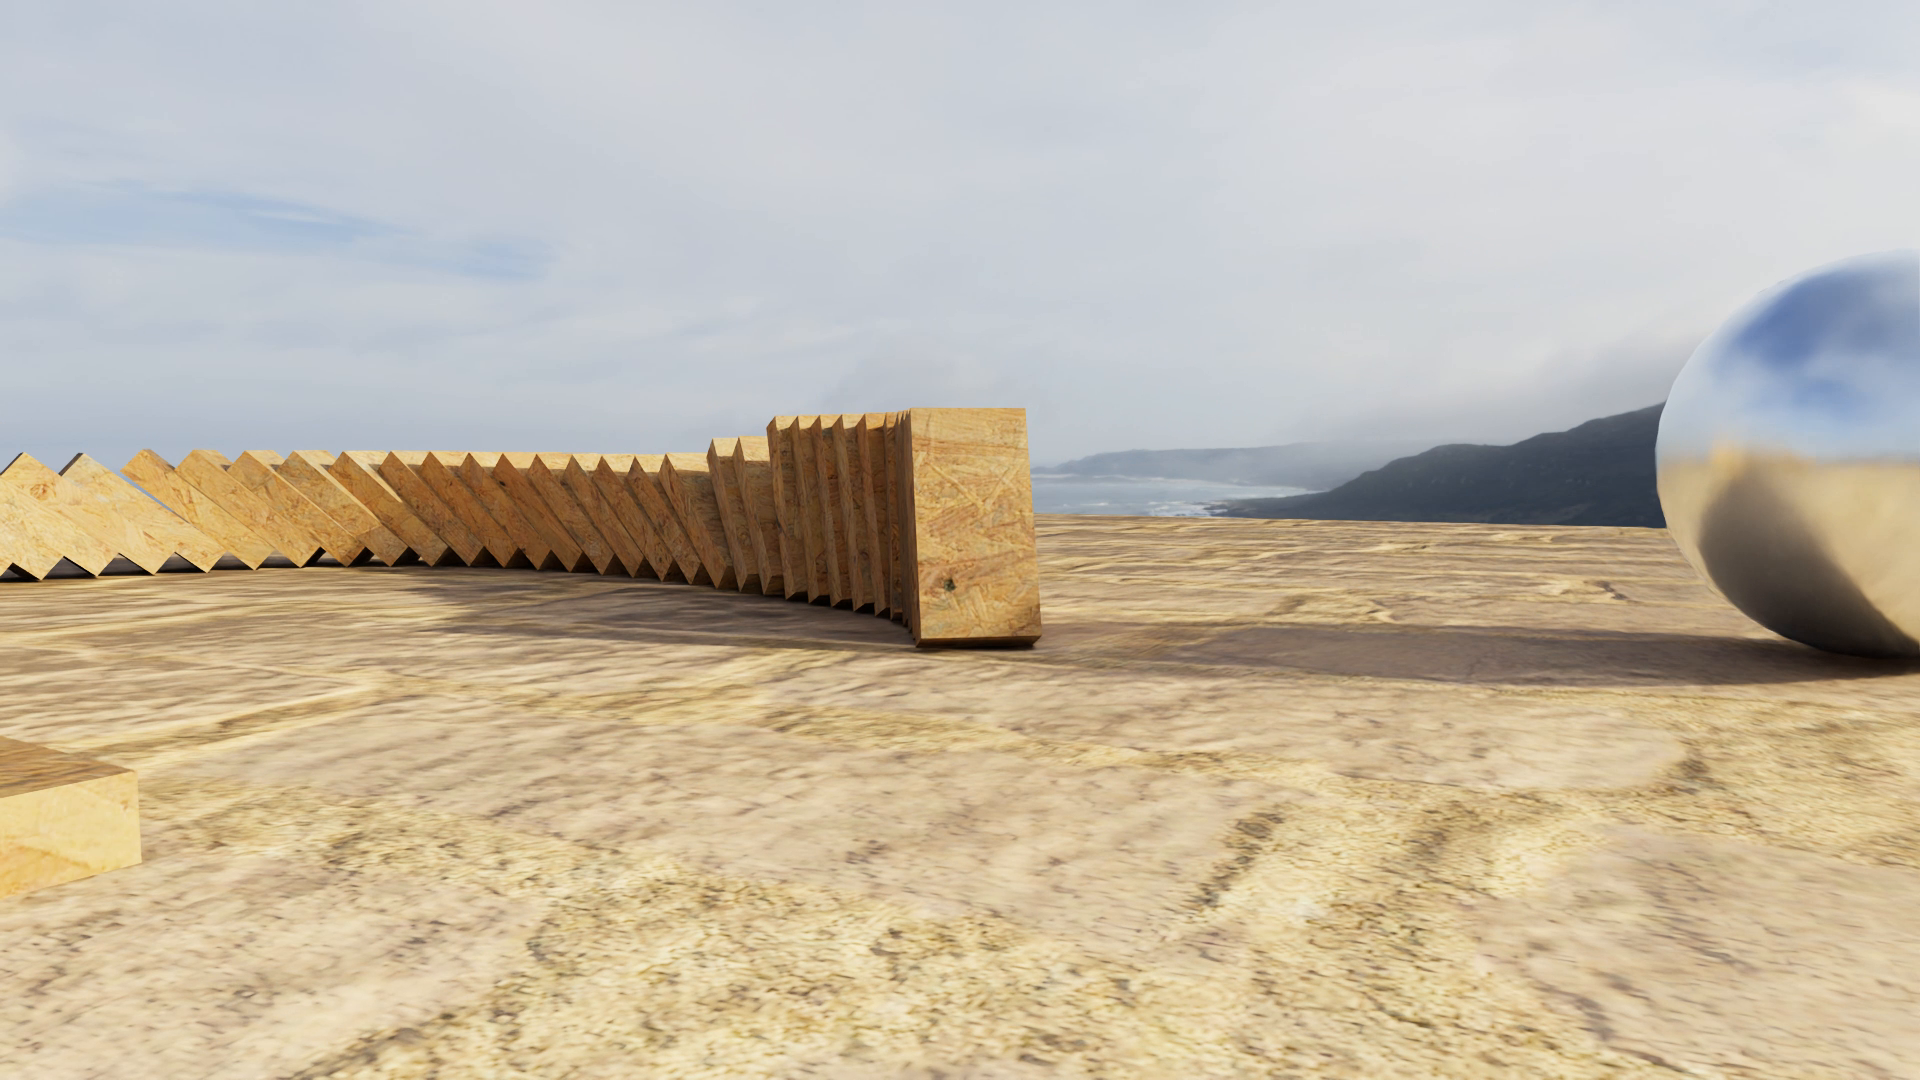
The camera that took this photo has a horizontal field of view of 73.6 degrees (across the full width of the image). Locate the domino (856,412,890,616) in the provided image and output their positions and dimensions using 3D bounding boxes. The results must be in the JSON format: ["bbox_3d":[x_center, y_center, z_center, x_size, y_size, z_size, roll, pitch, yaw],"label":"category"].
[{"bbox_3d":[-0.011,-0.007,0.323,0.025,0.050,0.010,-2,-15,-20],"label":"domino"}]

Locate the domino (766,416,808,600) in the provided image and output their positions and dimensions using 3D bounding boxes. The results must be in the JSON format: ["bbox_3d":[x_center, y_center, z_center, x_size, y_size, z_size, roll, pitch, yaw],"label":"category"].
[{"bbox_3d":[-0.038,-0.009,0.357,0.025,0.050,0.010,-2,-15,-25],"label":"domino"}]

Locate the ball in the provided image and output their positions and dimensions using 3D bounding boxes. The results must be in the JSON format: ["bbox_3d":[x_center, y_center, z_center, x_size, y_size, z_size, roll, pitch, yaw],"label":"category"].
[{"bbox_3d":[0.182,-0.016,0.253,0.080,0.080,0.080,0,4,0],"label":"ball"}]

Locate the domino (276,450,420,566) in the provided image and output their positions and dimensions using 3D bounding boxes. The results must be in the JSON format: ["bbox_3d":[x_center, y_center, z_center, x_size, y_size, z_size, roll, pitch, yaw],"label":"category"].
[{"bbox_3d":[-0.213,-0.012,0.454,0.050,0.009,0.025,41,2,-5],"label":"domino"}]

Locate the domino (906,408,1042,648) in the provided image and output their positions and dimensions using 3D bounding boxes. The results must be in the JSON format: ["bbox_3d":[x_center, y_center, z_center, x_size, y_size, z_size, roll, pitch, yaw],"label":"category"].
[{"bbox_3d":[0.002,-0.003,0.273,0.025,0.050,0.010,-1,-16,-9],"label":"domino"}]

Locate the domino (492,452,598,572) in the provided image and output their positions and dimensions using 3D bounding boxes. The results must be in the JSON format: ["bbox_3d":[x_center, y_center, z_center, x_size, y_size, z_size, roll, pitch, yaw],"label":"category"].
[{"bbox_3d":[-0.136,-0.010,0.440,0.050,0.010,0.025,46,25,21],"label":"domino"}]

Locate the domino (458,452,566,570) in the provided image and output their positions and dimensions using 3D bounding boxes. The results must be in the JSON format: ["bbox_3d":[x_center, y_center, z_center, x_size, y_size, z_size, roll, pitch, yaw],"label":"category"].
[{"bbox_3d":[-0.150,-0.011,0.447,0.050,0.009,0.025,45,22,19],"label":"domino"}]

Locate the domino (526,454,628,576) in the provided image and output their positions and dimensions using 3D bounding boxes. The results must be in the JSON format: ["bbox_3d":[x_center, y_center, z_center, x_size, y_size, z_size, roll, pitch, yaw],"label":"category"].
[{"bbox_3d":[-0.122,-0.010,0.433,0.050,0.010,0.025,47,28,23],"label":"domino"}]

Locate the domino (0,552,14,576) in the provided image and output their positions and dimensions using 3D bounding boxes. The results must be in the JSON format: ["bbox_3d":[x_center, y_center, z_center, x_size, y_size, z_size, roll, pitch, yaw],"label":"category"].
[{"bbox_3d":[-0.307,-0.006,0.373,0.025,0.010,0.050,2,-37,26],"label":"domino"}]

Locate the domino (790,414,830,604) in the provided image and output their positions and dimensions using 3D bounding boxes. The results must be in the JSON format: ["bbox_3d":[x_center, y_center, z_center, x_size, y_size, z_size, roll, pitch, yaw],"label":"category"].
[{"bbox_3d":[-0.031,-0.009,0.349,0.025,0.050,0.010,-2,-15,-24],"label":"domino"}]

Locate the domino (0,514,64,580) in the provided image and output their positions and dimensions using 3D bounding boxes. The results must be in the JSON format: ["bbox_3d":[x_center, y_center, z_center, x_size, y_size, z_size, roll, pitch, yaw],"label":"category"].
[{"bbox_3d":[-0.303,-0.007,0.390,0.025,0.010,0.050,2,-37,42],"label":"domino"}]

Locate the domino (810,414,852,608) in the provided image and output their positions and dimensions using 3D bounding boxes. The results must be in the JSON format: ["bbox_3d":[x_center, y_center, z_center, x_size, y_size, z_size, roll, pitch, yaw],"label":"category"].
[{"bbox_3d":[-0.024,-0.008,0.341,0.025,0.050,0.009,-2,-15,-24],"label":"domino"}]

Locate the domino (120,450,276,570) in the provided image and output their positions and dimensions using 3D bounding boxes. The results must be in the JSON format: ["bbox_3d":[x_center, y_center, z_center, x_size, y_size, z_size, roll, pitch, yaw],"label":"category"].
[{"bbox_3d":[-0.257,-0.010,0.435,0.050,0.010,0.025,45,-16,-23],"label":"domino"}]

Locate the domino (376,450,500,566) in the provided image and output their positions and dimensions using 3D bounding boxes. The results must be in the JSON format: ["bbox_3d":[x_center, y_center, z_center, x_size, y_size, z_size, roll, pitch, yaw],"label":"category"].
[{"bbox_3d":[-0.180,-0.012,0.457,0.050,0.009,0.025,43,14,11],"label":"domino"}]

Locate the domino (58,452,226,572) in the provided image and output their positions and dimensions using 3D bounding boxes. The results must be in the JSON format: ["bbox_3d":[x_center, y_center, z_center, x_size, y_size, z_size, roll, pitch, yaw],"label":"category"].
[{"bbox_3d":[-0.269,-0.009,0.423,0.025,0.010,0.050,6,-33,52],"label":"domino"}]

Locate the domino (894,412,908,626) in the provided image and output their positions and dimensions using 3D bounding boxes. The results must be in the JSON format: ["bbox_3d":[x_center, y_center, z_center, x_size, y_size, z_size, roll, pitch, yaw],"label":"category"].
[{"bbox_3d":[-0.002,-0.005,0.303,0.025,0.050,0.009,-1,-16,-9],"label":"domino"}]

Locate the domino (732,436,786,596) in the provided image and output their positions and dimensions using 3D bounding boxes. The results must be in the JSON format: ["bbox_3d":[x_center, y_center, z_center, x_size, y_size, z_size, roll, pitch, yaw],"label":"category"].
[{"bbox_3d":[-0.048,-0.008,0.372,0.025,0.050,0.009,-1,-36,-26],"label":"domino"}]

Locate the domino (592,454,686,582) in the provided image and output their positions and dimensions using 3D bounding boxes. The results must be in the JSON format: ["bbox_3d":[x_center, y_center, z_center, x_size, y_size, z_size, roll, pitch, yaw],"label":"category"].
[{"bbox_3d":[-0.095,-0.008,0.415,0.025,0.010,0.050,-5,46,-47],"label":"domino"}]

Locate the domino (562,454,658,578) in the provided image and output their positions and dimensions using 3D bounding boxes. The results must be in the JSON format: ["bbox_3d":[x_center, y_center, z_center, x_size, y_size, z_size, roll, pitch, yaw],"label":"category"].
[{"bbox_3d":[-0.108,-0.009,0.424,0.025,0.009,0.050,-5,46,-49],"label":"domino"}]

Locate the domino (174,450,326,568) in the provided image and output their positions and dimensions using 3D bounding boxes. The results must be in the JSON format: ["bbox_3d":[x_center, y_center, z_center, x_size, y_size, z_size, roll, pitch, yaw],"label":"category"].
[{"bbox_3d":[-0.244,-0.011,0.445,0.050,0.009,0.025,42,-8,-14],"label":"domino"}]

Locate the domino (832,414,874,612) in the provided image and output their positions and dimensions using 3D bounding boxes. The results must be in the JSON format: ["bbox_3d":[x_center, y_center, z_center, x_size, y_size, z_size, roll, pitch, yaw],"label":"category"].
[{"bbox_3d":[-0.017,-0.008,0.332,0.025,0.050,0.009,-2,-15,-24],"label":"domino"}]

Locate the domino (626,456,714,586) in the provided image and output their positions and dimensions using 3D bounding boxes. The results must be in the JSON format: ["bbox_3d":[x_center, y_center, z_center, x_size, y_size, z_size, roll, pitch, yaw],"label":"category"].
[{"bbox_3d":[-0.083,-0.007,0.405,0.025,0.010,0.050,-4,45,-42],"label":"domino"}]

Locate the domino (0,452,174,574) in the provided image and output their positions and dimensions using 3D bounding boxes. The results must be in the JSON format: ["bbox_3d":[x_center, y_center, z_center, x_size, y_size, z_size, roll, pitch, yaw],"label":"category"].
[{"bbox_3d":[-0.281,-0.008,0.413,0.025,0.010,0.050,4,-34,51],"label":"domino"}]

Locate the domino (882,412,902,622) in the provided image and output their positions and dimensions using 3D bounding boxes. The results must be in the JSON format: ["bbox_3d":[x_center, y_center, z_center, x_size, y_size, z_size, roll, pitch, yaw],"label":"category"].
[{"bbox_3d":[-0.005,-0.006,0.312,0.025,0.050,0.009,-1,-16,-9],"label":"domino"}]

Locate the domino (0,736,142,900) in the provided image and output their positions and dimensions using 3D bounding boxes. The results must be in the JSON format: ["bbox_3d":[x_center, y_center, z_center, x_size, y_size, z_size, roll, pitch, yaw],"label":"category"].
[{"bbox_3d":[-0.111,0.028,0.133,0.050,0.010,0.025,3,5,31],"label":"domino"}]

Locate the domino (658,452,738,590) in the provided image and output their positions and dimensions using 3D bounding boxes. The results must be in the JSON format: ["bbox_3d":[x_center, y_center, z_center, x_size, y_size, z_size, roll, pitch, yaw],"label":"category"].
[{"bbox_3d":[-0.071,-0.007,0.394,0.025,0.010,0.050,-3,46,-39],"label":"domino"}]

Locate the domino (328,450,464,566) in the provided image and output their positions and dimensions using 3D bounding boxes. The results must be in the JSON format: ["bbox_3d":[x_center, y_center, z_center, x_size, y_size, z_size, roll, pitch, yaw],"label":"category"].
[{"bbox_3d":[-0.197,-0.012,0.457,0.050,0.009,0.025,42,8,3],"label":"domino"}]

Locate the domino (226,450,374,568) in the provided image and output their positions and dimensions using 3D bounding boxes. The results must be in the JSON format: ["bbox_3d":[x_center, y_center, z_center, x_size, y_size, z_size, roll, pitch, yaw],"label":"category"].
[{"bbox_3d":[-0.228,-0.011,0.450,0.050,0.009,0.025,41,-3,-9],"label":"domino"}]

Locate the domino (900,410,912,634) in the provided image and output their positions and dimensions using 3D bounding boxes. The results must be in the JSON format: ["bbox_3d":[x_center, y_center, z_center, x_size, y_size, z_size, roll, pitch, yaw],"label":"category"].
[{"bbox_3d":[0.000,-0.005,0.293,0.025,0.050,0.010,-1,-16,-9],"label":"domino"}]

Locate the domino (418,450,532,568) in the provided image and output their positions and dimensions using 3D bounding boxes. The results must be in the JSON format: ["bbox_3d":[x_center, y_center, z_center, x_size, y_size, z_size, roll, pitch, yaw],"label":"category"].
[{"bbox_3d":[-0.165,-0.011,0.453,0.050,0.010,0.025,44,17,15],"label":"domino"}]

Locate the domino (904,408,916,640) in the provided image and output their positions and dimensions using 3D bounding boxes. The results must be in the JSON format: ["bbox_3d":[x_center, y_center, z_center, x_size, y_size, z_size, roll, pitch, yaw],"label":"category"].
[{"bbox_3d":[0.001,-0.004,0.283,0.025,0.050,0.010,-1,-16,-9],"label":"domino"}]

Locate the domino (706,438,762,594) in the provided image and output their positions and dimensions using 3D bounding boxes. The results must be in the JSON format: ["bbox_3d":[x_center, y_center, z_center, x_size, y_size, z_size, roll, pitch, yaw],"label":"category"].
[{"bbox_3d":[-0.057,-0.008,0.381,0.025,0.050,0.010,-2,-35,-27],"label":"domino"}]

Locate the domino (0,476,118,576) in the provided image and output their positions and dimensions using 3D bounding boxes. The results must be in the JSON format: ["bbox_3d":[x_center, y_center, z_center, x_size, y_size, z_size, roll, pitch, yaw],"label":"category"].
[{"bbox_3d":[-0.293,-0.008,0.403,0.025,0.010,0.050,2,-36,50],"label":"domino"}]
